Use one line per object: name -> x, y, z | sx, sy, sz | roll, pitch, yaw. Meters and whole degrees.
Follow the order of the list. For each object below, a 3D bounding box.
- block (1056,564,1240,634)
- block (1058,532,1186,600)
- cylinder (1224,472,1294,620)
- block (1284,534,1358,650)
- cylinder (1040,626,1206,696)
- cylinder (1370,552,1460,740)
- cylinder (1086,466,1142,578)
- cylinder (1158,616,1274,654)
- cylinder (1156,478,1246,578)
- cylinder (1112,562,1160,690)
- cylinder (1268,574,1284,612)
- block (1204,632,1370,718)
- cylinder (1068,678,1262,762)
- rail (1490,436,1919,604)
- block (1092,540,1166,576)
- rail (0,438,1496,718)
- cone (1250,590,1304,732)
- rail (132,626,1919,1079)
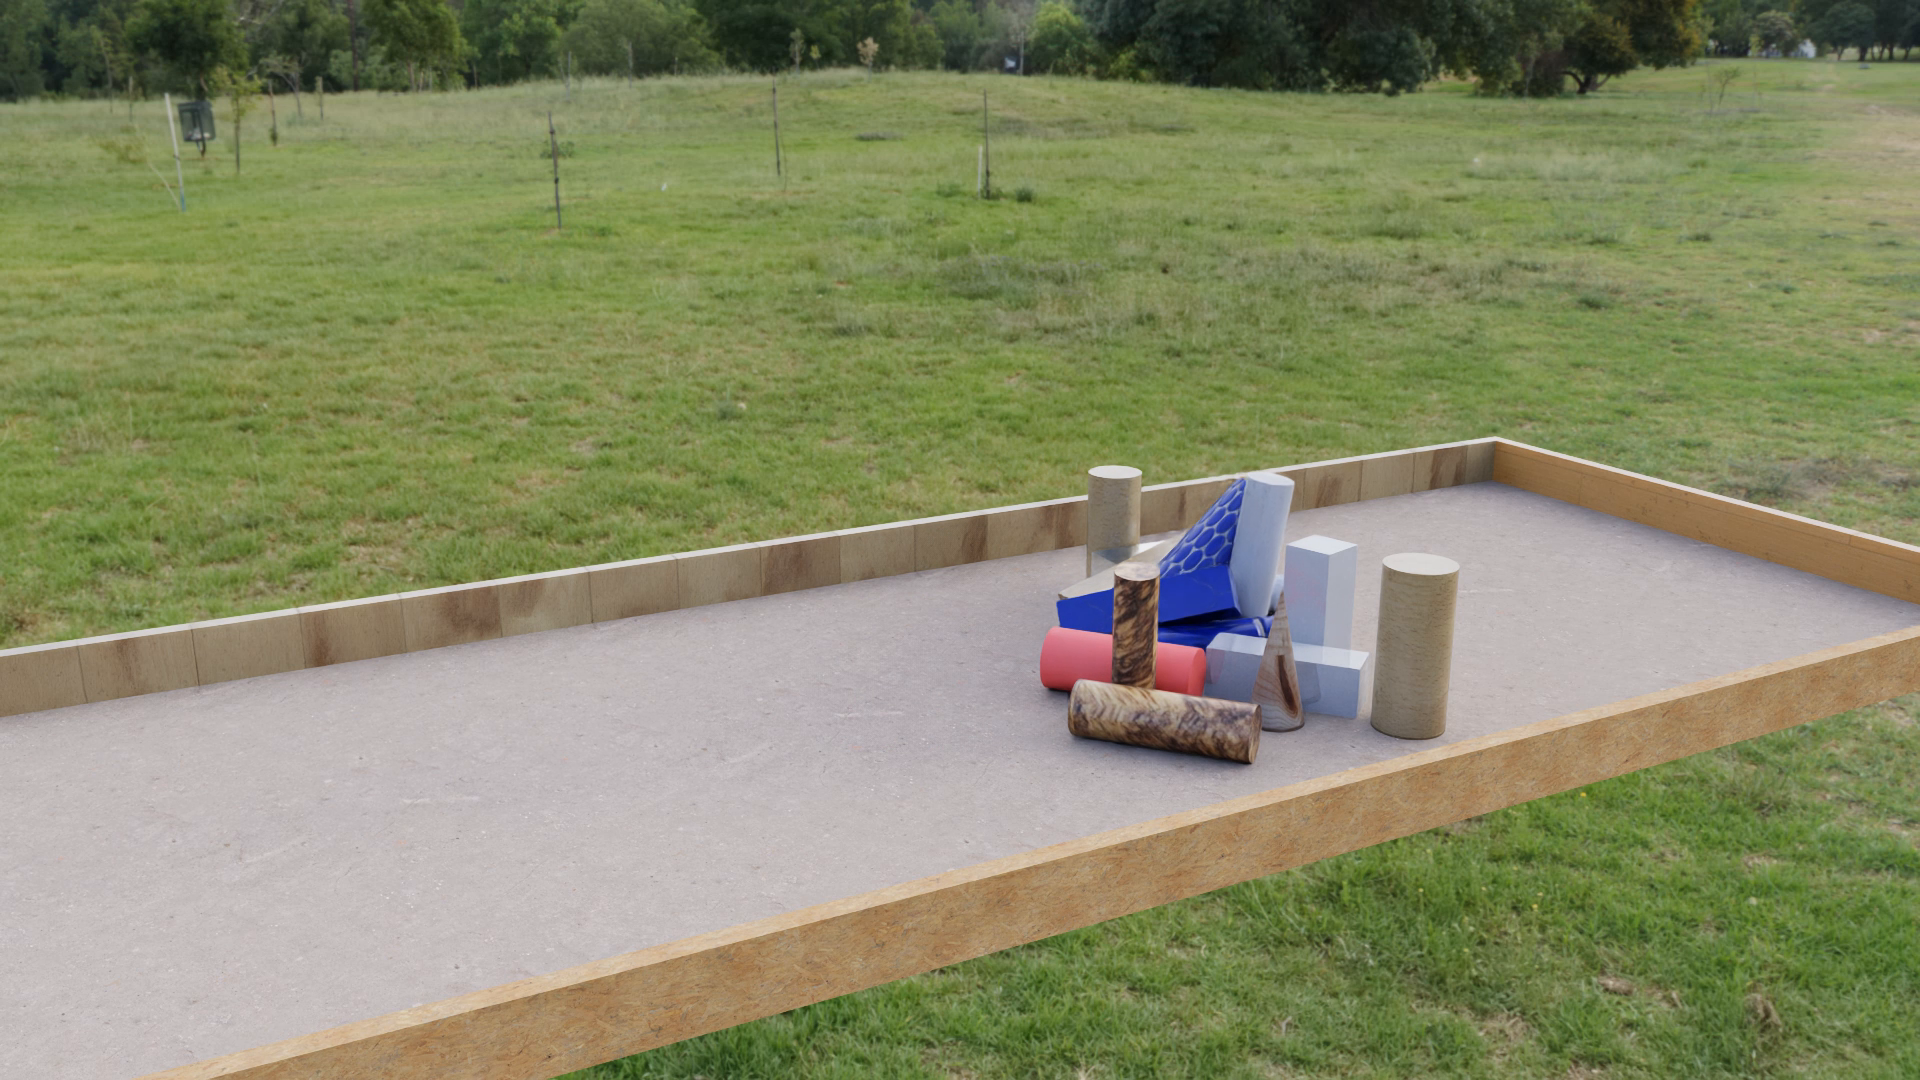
block -> 0.486, 0.177, 4.265 | 0.450, 0.113, 0.113 | -13, -17, 14
block -> 0.489, 0.121, 4.544 | 0.432, 0.109, 0.109 | -25, 25, -21
cylinder -> 0.775, 0.055, 4.341 | 0.124, 0.453, 0.124 | 8, 17, -2
block -> 0.890, 0.182, 4.103 | 0.125, 0.356, 0.125 | -15, 22, -42
cylinder -> 0.397, 0.312, 4.022 | 0.374, 0.153, 0.153 | 7, 18, 23
cylinder -> 1.050, 0.245, 3.814 | 0.170, 0.398, 0.170 | 0, 16, 0
cylinder -> 0.450, -0.030, 4.837 | 0.155, 0.350, 0.155 | 0, 16, 0
cylinder -> 0.667, 0.265, 4.250 | 0.449, 0.115, 0.115 | -5, 17, -15
cylinder -> 0.664, 0.052, 4.451 | 0.451, 0.171, 0.171 | -46, 33, -13
cylinder -> 0.406, 0.245, 3.833 | 0.104, 0.379, 0.104 | -1, 23, 0
cylinder -> 0.857, 0.152, 4.651 | 0.415, 0.105, 0.105 | -2, 17, -8
block -> 0.795, 0.327, 4.022 | 0.372, 0.124, 0.124 | 7, 18, 23
cylinder -> 0.463, 0.408, 3.737 | 0.418, 0.131, 0.131 | 7, 18, 22
rail -> 2.466, -0.048, 5.253 | 0.050, 0.150, 2.100 | -9, 18, -27
block -> 0.565, 0.103, 4.735 | 0.348, 0.152, 0.152 | -8, 18, -26
rail -> -3.305, 0.497, 3.399 | 12.000, 0.150, 0.050 | -9, 18, -27
cone -> 0.744, 0.267, 3.852 | 0.139, 0.335, 0.139 | 0, 16, 0
rail -> -2.336, 1.006, 1.665 | 12.000, 0.150, 0.050 | -9, 18, -27
